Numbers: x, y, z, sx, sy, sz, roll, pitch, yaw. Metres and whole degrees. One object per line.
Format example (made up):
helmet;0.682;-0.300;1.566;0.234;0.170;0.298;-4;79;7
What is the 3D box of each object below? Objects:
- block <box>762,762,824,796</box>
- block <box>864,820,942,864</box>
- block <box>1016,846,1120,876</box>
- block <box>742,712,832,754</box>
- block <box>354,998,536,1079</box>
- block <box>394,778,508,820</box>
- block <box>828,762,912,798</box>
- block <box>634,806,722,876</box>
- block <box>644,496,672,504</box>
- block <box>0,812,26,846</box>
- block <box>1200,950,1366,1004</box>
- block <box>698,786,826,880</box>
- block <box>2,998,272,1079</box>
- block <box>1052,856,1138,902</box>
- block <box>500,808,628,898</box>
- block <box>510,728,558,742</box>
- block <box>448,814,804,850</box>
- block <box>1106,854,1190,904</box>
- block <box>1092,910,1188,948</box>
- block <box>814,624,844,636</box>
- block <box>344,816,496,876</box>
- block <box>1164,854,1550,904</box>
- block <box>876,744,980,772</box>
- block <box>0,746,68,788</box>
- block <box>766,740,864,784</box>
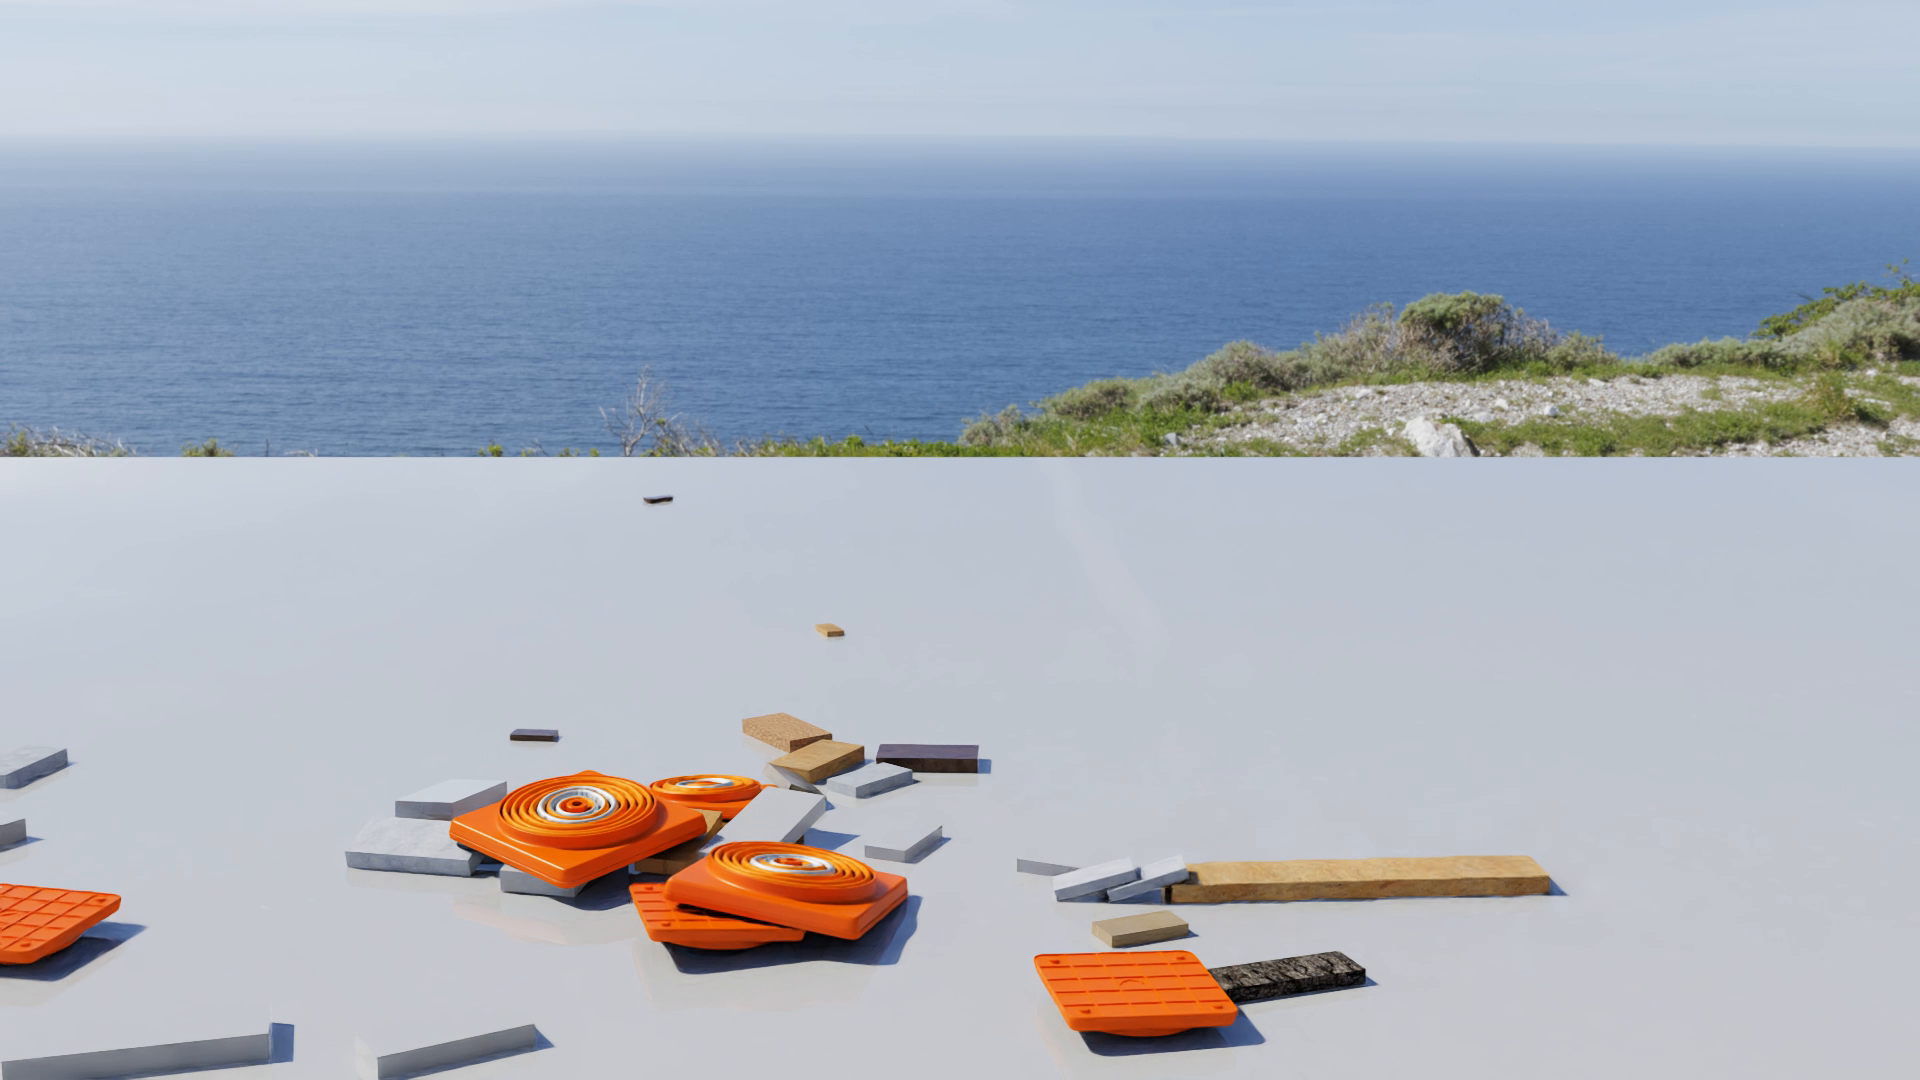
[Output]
block;-0.316;0.466;4.188;0.078;0.022;0.157;24;0;-24
block;-0.100;0.535;3.906;0.078;0.022;0.157;5;11;23
block;0.188;0.558;3.780;0.161;0.023;0.081;5;12;24
block;-0.362;0.403;4.597;0.101;0.029;0.202;-7;13;-34
block;-0.714;0.689;3.050;0.221;0.031;0.111;-6;12;-31
block;-0.943;0.481;4.086;0.114;0.032;0.229;0;4;13
block;-0.175;0.466;4.274;0.078;0.022;0.157;9;14;41
block;-0.491;0.526;3.846;0.097;0.027;0.194;4;20;11
block;-1.039;-0.141;7.568;0.091;0.013;0.045;-10;14;-43
block;-1.803;0.532;3.878;0.131;0.037;0.262;6;12;31
block;0.481;0.651;3.277;0.235;0.023;0.081;-4;11;-19
block;-0.346;0.513;3.876;0.114;0.032;0.280;7;20;19
block;-1.127;0.690;3.028;0.339;0.037;0.131;-3;11;-16
block;0.223;0.564;3.662;0.137;0.019;0.068;-15;11;1
block;-0.678;0.535;3.780;0.131;0.037;0.262;4;17;11
block;-0.892;0.409;4.608;0.091;0.013;0.045;1;11;6
block;-0.624;0.524;3.951;0.685;0.027;0.097;-1;11;-3
block;0.309;0.562;3.653;0.137;0.019;0.068;-18;11;2
block;0.285;0.615;3.481;0.137;0.019;0.068;-5;11;-23
block;-0.331;0.228;5.581;0.045;0.013;0.091;-5;11;-23
block;-0.936;0.531;3.822;0.229;0.032;0.114;2;25;12
block;0.661;0.569;3.695;0.635;0.031;0.111;-1;11;-4
block;-0.064;0.438;4.411;0.202;0.029;0.101;0;11;2
block;-1.870;0.449;4.355;0.097;0.027;0.194;2;11;13
block;-0.287;0.442;4.389;0.101;0.029;0.202;6;12;29
